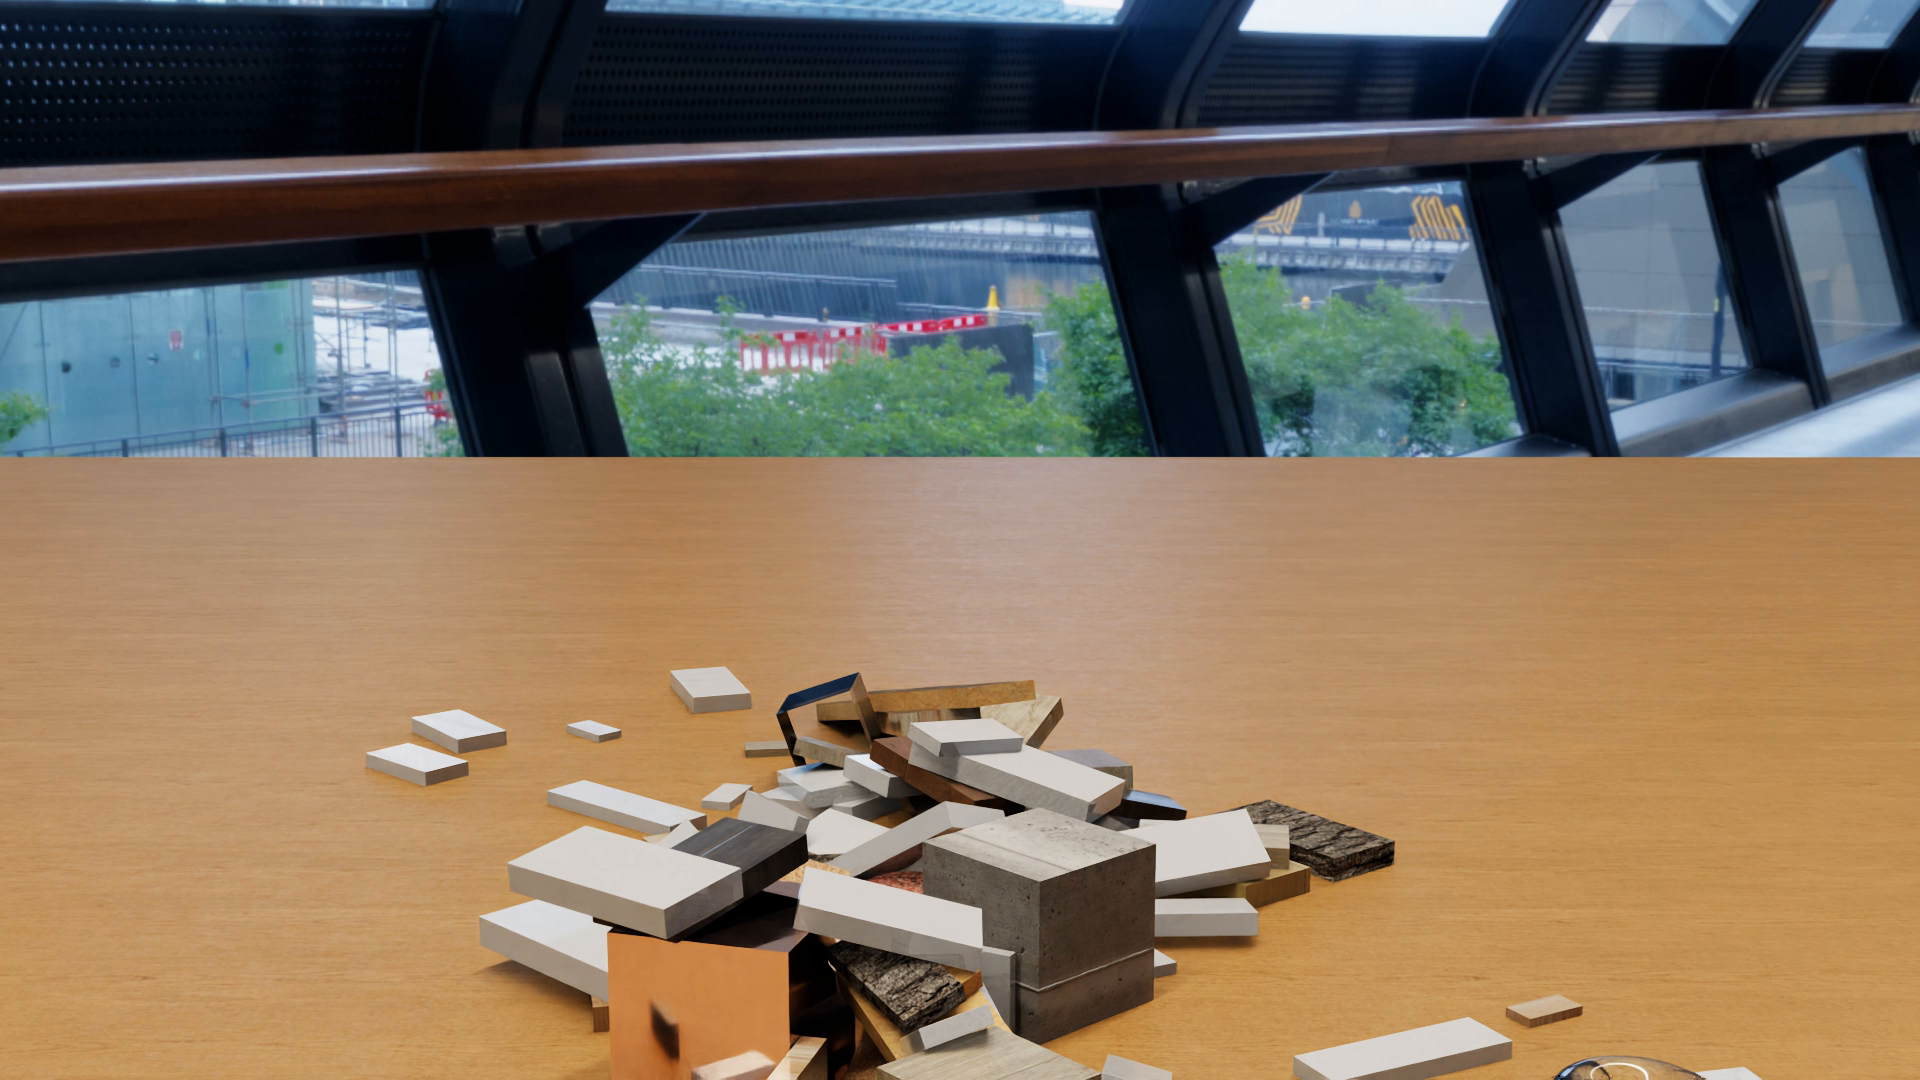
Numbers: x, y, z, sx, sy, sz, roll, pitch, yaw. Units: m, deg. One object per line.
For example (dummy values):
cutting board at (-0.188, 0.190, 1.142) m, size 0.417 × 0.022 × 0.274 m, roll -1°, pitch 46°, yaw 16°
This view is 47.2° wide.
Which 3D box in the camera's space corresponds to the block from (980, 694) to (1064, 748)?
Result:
block at (0.071, 0.398, 4.298) m, size 0.149 × 0.042 × 0.298 m, roll 6°, pitch 33°, yaw 29°

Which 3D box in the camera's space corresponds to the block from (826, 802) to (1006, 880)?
block at (-0.080, 0.479, 3.352) m, size 0.286 × 0.041 × 0.143 m, roll -31°, pitch -29°, yaw 29°

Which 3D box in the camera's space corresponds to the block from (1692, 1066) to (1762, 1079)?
block at (1.011, 0.722, 2.921) m, size 0.100 × 0.014 × 0.050 m, roll -3°, pitch 11°, yaw -14°

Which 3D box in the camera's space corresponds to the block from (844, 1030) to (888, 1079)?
block at (-0.090, 0.707, 2.956) m, size 0.105 × 0.030 × 0.211 m, roll 1°, pitch 11°, yaw 6°

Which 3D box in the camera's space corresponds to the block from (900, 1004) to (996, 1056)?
block at (-0.017, 0.599, 2.679) m, size 0.089 × 0.025 × 0.177 m, roll -17°, pitch -13°, yaw -14°

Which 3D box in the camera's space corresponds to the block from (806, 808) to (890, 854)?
block at (-0.188, 0.532, 3.798) m, size 0.117 × 0.033 × 0.234 m, roll -31°, pitch 28°, yaw -36°

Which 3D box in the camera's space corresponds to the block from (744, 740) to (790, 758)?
block at (-0.382, 0.427, 4.500) m, size 0.115 × 0.016 × 0.058 m, roll -1°, pitch 11°, yaw -8°

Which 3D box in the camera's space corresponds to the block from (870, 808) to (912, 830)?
block at (-0.154, 0.508, 3.943) m, size 0.128 × 0.018 × 0.064 m, roll -8°, pitch 11°, yaw -13°

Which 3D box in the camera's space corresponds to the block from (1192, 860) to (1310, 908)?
block at (0.432, 0.554, 3.745) m, size 0.152 × 0.043 × 0.304 m, roll -8°, pitch 13°, yaw -37°

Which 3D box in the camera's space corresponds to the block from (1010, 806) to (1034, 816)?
block at (0.137, 0.494, 3.931) m, size 0.152 × 0.043 × 0.304 m, roll 8°, pitch 4°, yaw -8°

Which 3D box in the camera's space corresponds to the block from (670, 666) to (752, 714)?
block at (-0.562, 0.336, 4.940) m, size 0.128 × 0.036 × 0.256 m, roll -4°, pitch 11°, yaw -18°

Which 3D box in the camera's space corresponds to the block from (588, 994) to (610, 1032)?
block at (-0.481, 0.650, 3.242) m, size 0.134 × 0.038 × 0.267 m, roll -2°, pitch 11°, yaw -12°

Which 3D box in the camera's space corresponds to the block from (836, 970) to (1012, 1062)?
block at (-0.030, 0.626, 2.816) m, size 0.143 × 0.041 × 0.311 m, roll -20°, pitch 32°, yaw -18°

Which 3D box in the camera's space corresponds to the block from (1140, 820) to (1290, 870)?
block at (0.430, 0.516, 3.733) m, size 0.254 × 0.036 × 0.127 m, roll 1°, pitch 10°, yaw 7°

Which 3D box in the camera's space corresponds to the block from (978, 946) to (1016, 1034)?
block at (0.045, 0.635, 3.075) m, size 0.064 × 0.129 × 0.018 m, roll 6°, pitch 12°, yaw 27°

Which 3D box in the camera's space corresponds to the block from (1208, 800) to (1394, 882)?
block at (0.599, 0.528, 3.882) m, size 0.152 × 0.043 × 0.304 m, roll -8°, pitch 13°, yaw -37°

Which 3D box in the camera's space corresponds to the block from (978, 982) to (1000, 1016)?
block at (-0.041, 0.611, 2.924) m, size 0.143 × 0.041 × 0.286 m, roll -16°, pitch 31°, yaw -12°

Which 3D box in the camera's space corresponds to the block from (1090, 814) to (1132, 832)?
block at (0.186, 0.515, 3.690) m, size 0.115 × 0.033 × 0.230 m, roll 26°, pitch 28°, yaw 29°

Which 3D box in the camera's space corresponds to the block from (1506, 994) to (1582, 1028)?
block at (0.840, 0.677, 3.161) m, size 0.100 × 0.014 × 0.050 m, roll -6°, pitch 12°, yaw -28°

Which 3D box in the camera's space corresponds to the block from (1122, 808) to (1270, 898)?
block at (0.369, 0.520, 3.622) m, size 0.254 × 0.036 × 0.127 m, roll -9°, pitch 37°, yaw -9°

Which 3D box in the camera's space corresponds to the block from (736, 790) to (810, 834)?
block at (-0.334, 0.507, 3.856) m, size 0.026 × 0.092 × 0.184 m, roll 22°, pitch -4°, yaw -35°

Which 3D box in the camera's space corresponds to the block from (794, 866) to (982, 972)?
block at (-0.092, 0.493, 2.863) m, size 0.241 × 0.034 × 0.121 m, roll 14°, pitch 15°, yaw -4°

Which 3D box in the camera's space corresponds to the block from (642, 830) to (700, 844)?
block at (-0.509, 0.536, 3.919) m, size 0.103 × 0.015 × 0.051 m, roll -6°, pitch 12°, yaw -28°

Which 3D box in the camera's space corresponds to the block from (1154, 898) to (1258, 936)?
block at (0.334, 0.597, 3.477) m, size 0.254 × 0.036 × 0.127 m, roll 0°, pitch 1°, yaw -2°

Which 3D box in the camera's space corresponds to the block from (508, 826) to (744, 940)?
block at (-0.430, 0.435, 2.815) m, size 0.280 × 0.040 × 0.140 m, roll 8°, pitch 19°, yaw 36°

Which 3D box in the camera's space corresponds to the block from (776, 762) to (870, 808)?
block at (-0.251, 0.446, 4.023) m, size 0.109 × 0.031 × 0.219 m, roll -9°, pitch 8°, yaw -20°

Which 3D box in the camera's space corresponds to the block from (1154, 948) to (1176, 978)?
block at (0.269, 0.638, 3.361) m, size 0.064 × 0.018 × 0.129 m, roll -5°, pitch 12°, yaw -27°

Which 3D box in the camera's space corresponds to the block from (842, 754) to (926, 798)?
block at (-0.064, 0.420, 3.973) m, size 0.266 × 0.038 × 0.133 m, roll 1°, pitch 11°, yaw -39°

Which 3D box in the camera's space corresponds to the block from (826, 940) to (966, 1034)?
block at (-0.083, 0.558, 2.827) m, size 0.092 × 0.026 × 0.184 m, roll -26°, pitch 34°, yaw -26°

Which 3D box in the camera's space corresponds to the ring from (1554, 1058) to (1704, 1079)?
ring at (0.837, 0.705, 2.710) m, size 0.225 × 0.075 × 0.225 m, roll 1°, pitch 11°, yaw 0°
